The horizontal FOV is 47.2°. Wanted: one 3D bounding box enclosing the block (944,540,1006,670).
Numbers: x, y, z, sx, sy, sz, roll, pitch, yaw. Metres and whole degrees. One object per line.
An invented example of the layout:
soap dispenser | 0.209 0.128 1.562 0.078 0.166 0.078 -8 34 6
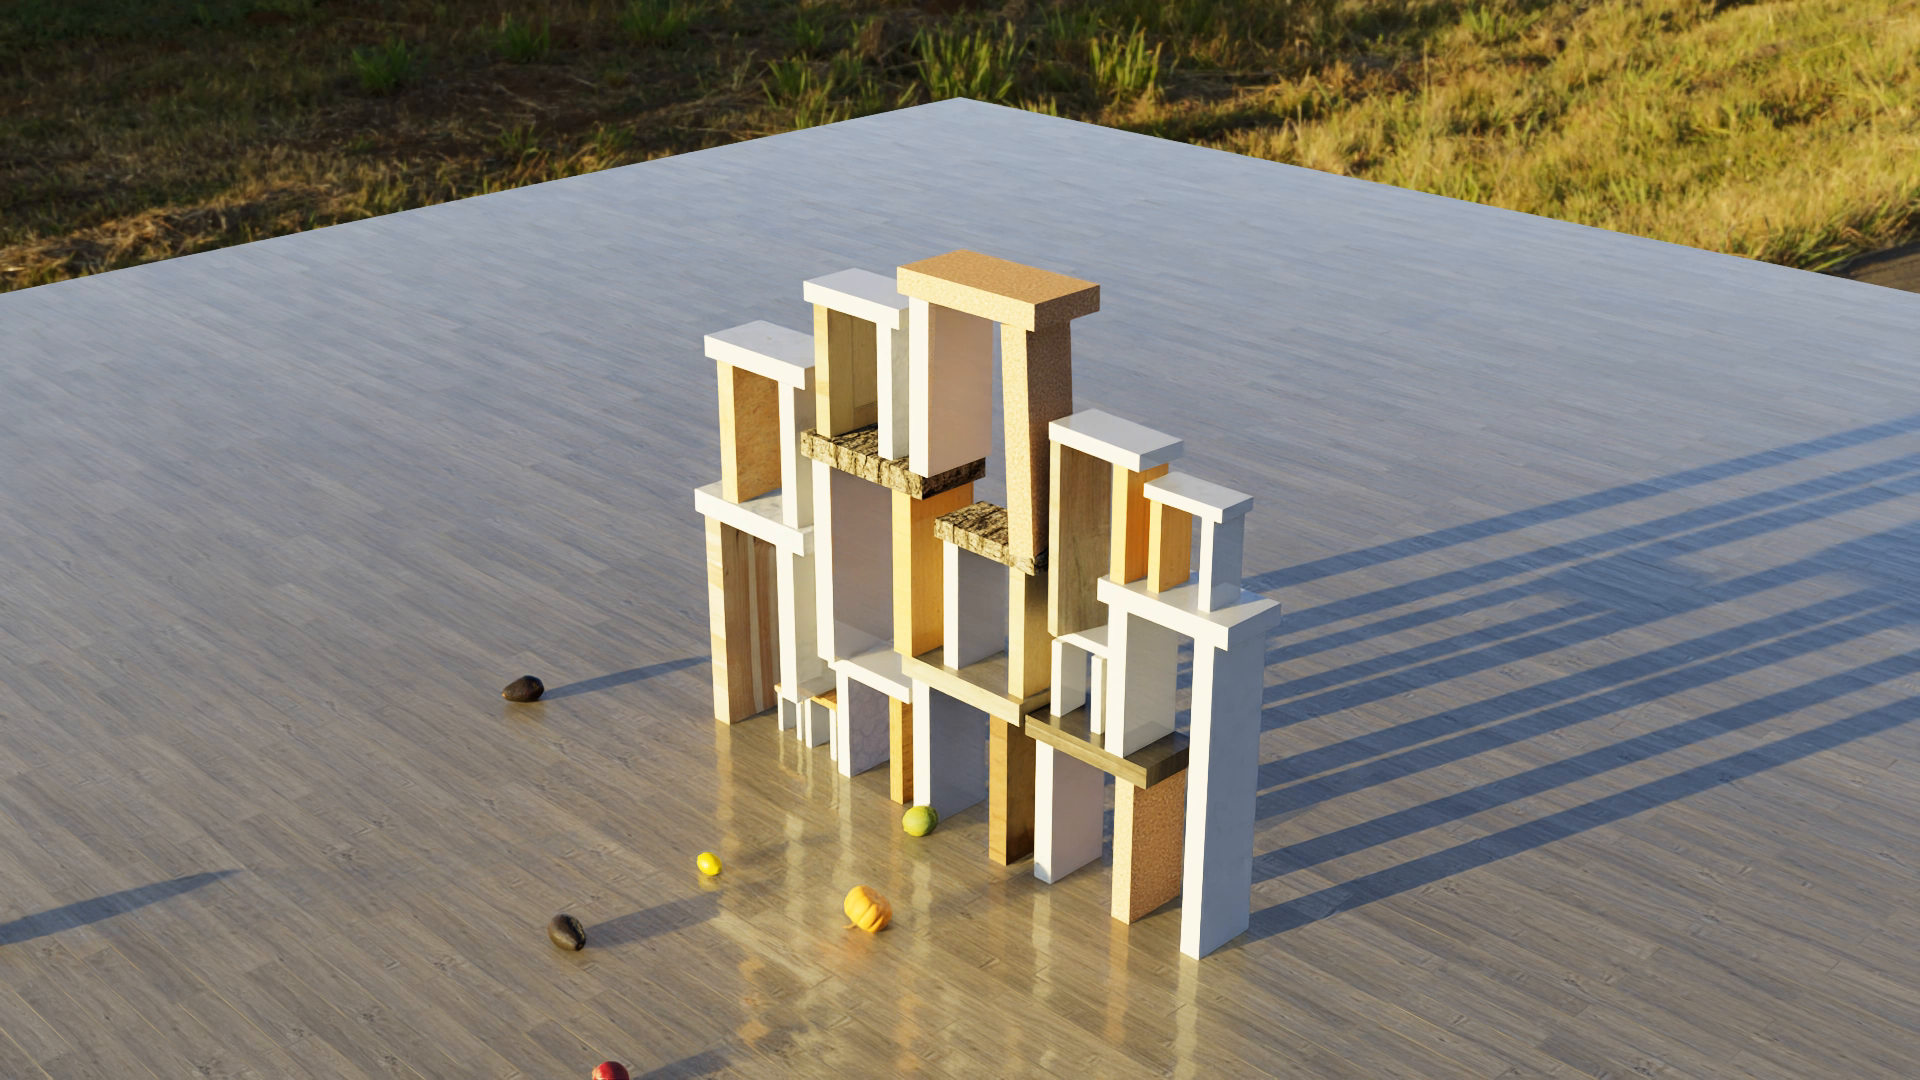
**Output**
block | 0.028 0.108 4.247 0.130 0.261 0.037 -21 31 -41

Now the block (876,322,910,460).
block | -0.095 -0.297 4.195 0.038 0.266 0.133 21 31 40

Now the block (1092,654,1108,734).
block | 0.275 0.274 4.052 0.022 0.152 0.076 19 29 39

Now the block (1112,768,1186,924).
block | 0.351 0.550 4.083 0.042 0.297 0.148 21 31 41

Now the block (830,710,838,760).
block | -0.247 0.403 4.659 0.060 0.120 0.017 -21 31 -41

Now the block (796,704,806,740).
block | -0.330 0.382 4.743 0.013 0.091 0.045 21 31 41

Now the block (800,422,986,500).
block | -0.133 -0.168 4.293 0.342 0.048 0.171 21 31 40

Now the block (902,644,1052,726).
block | 0.054 0.264 4.271 0.317 0.045 0.158 21 31 41

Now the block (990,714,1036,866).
block | 0.129 0.459 4.273 0.045 0.317 0.158 21 31 41

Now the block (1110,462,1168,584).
block | 0.315 -0.042 3.858 0.031 0.220 0.110 21 31 41

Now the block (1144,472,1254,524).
block | 0.406 -0.074 3.749 0.170 0.024 0.085 21 31 41

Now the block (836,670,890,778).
block | -0.200 0.365 4.595 0.034 0.238 0.119 21 31 41

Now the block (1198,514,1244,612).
block | 0.446 0.031 3.750 0.024 0.170 0.085 21 31 41

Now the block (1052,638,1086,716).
block | 0.204 0.247 4.115 0.022 0.152 0.076 19 30 38

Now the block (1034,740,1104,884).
block | 0.211 0.496 4.212 0.042 0.297 0.148 21 31 41

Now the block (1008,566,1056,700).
block | 0.151 0.156 4.133 0.130 0.261 0.037 -21 31 -40

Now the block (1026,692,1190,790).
block | 0.281 0.367 4.082 0.297 0.042 0.149 21 31 41

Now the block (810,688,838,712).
block | -0.275 0.329 4.657 0.120 0.017 0.060 21 31 40

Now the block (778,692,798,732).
block | -0.373 0.366 4.783 0.013 0.091 0.045 21 31 41

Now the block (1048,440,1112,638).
block | 0.217 -0.012 3.991 0.110 0.380 0.031 -13 26 -27

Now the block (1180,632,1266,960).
block | 0.467 0.443 3.909 0.041 0.631 0.146 21 31 41

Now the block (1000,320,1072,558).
block | 0.144 -0.201 3.988 0.048 0.434 0.171 10 25 28

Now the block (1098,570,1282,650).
block | 0.398 0.107 3.841 0.292 0.041 0.146 21 31 41

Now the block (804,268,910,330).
block | -0.159 -0.462 4.193 0.133 0.038 0.266 -21 31 -40

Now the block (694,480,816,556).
block | -0.377 -0.061 4.605 0.173 0.049 0.347 -21 31 -40

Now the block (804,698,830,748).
block | -0.303 0.380 4.711 0.060 0.120 0.017 -21 31 -40

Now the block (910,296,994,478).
block | -0.016 -0.304 4.112 0.048 0.342 0.171 22 31 40

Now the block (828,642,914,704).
block | -0.145 0.262 4.489 0.238 0.034 0.119 21 31 40

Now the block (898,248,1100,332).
block | 0.067 -0.453 3.962 0.342 0.048 0.171 21 31 41

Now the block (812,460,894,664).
block | -0.214 0.022 4.460 0.048 0.431 0.171 21 31 40

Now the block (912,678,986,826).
block | -0.021 0.401 4.410 0.045 0.317 0.158 21 31 41

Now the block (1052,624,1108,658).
block | 0.251 0.178 4.056 0.076 0.022 0.152 -21 31 -40

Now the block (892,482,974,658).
block | -0.051 0.043 4.295 0.171 0.342 0.048 -21 31 -41

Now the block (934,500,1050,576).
block | 0.090 -0.005 4.132 0.130 0.037 0.261 -21 31 -40

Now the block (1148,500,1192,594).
block | 0.366 0.000 3.823 0.024 0.170 0.085 21 31 41

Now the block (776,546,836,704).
block | -0.296 0.153 4.606 0.173 0.346 0.049 -21 31 -40

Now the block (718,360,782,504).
block | -0.429 -0.243 4.581 0.043 0.304 0.152 19 29 37

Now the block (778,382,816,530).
block | -0.290 -0.189 4.454 0.152 0.304 0.043 -21 31 -41

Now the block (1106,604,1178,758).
block | 0.330 0.233 3.969 0.041 0.292 0.146 21 31 41

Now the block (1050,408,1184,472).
block | 0.272 -0.176 3.851 0.110 0.031 0.220 -19 30 -38

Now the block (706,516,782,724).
block | -0.460 0.151 4.786 0.049 0.483 0.173 21 31 41

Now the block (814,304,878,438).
block | -0.221 -0.346 4.310 0.038 0.266 0.133 21 31 40

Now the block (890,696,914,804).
block | -0.087 0.409 4.491 0.034 0.238 0.119 21 31 41

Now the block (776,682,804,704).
block | -0.352 0.326 4.743 0.091 0.013 0.045 21 31 41

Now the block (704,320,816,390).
block | -0.360 -0.377 4.453 0.304 0.043 0.152 21 31 40
